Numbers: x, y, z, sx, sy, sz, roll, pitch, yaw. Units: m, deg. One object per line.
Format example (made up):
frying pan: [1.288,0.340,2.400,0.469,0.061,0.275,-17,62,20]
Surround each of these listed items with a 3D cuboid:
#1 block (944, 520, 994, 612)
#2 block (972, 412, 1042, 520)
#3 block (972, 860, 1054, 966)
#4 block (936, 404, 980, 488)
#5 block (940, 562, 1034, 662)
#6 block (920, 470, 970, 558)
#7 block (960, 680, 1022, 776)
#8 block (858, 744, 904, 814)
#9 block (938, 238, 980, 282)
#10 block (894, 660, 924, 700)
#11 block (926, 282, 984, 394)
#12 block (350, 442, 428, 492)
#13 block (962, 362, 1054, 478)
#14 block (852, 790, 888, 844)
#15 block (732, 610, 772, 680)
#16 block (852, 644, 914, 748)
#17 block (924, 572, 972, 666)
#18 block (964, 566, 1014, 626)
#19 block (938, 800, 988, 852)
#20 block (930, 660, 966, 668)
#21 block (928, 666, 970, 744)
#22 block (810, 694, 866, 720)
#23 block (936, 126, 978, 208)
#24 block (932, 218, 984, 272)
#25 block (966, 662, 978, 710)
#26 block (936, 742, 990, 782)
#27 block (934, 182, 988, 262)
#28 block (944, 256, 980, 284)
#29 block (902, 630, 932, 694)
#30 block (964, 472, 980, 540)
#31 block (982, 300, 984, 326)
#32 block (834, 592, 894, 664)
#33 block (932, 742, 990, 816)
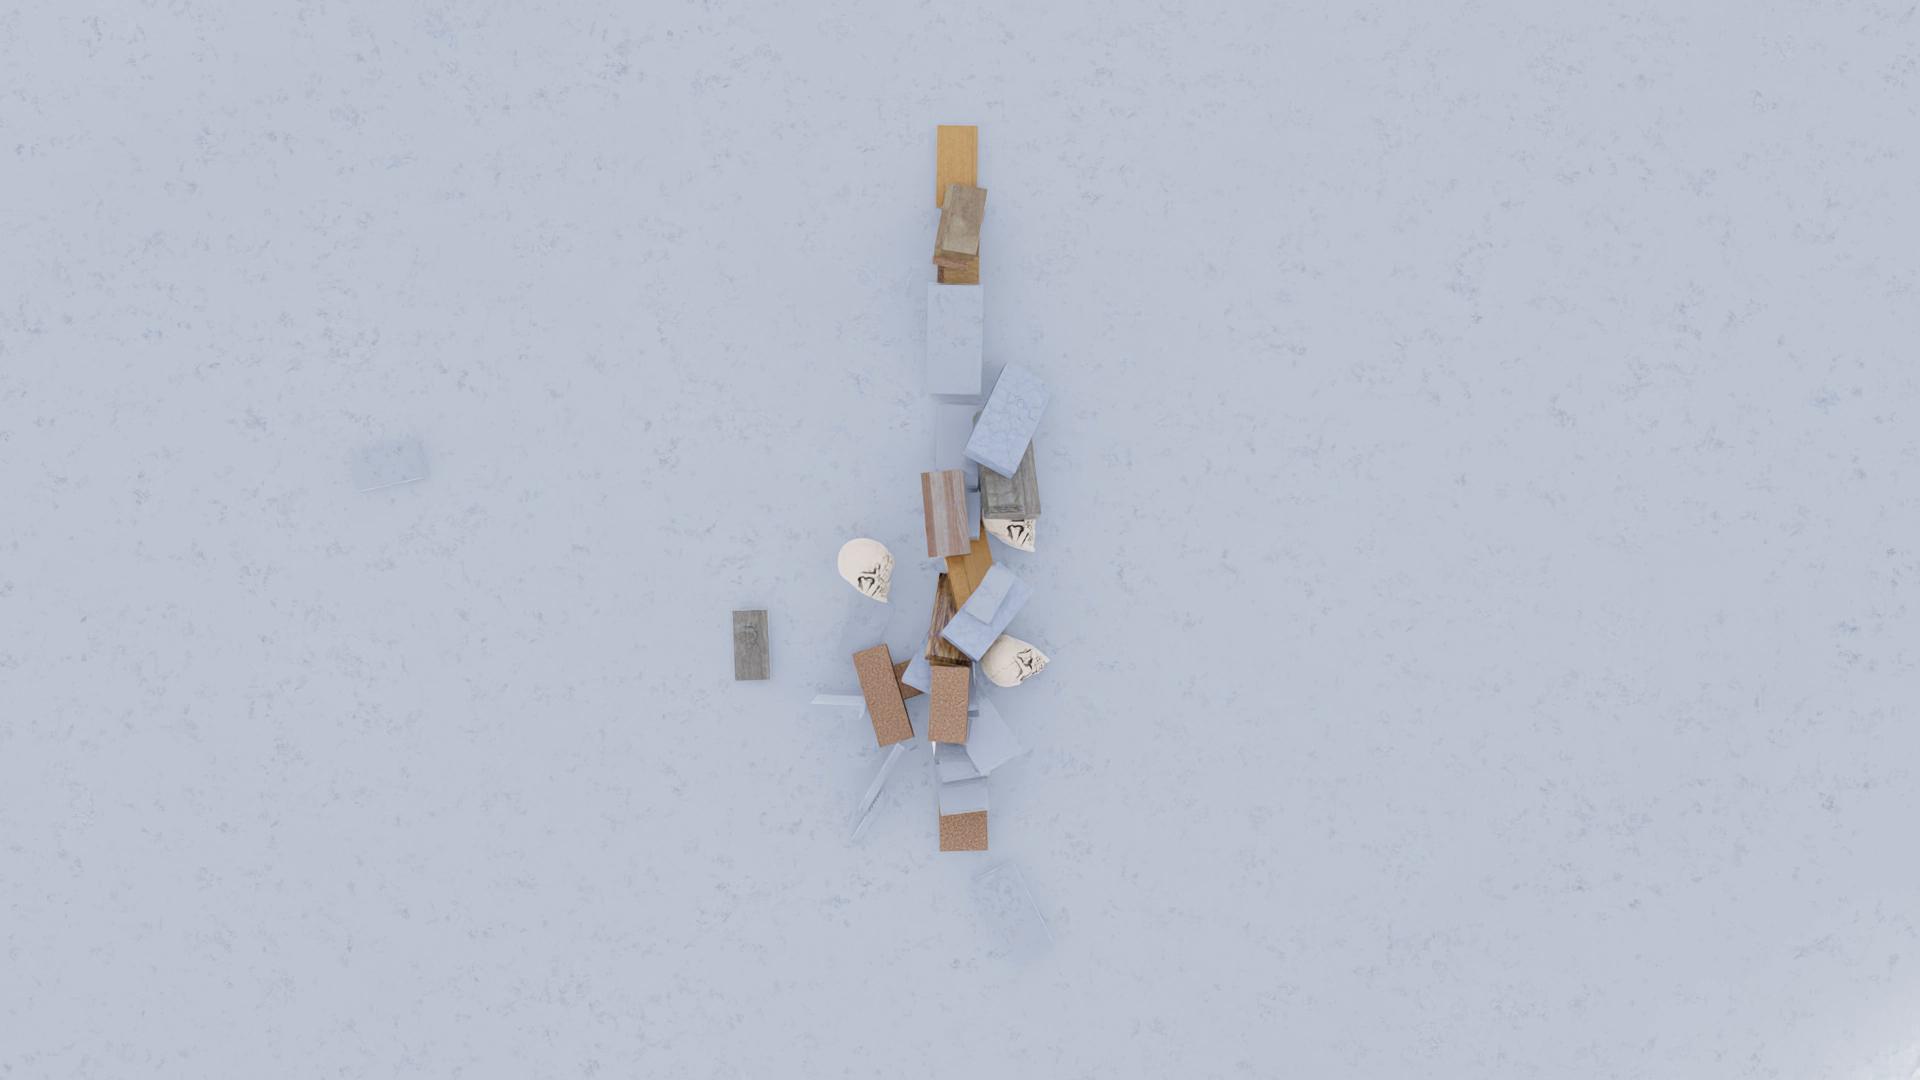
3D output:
block: [0.033,0.092,5.423,0.151,0.043,0.302,-11,73,-11]
block: [0.153,-0.244,5.392,0.179,0.051,0.358,0,71,-19]
block: [0.175,1.239,5.478,0.154,0.044,0.308,-26,90,0]
block: [-0.007,-0.310,5.445,0.138,0.039,0.276,2,75,0]
block: [0.089,0.234,5.339,0.151,0.043,0.302,39,74,3]
block: [-0.046,-0.085,5.363,0.138,0.039,0.276,-5,85,-1]
block: [0.053,0.599,5.370,0.154,0.044,0.308,-29,64,-11]
block: [-0.260,0.788,5.456,0.025,0.088,0.245,31,90,0]
block: [-0.005,-0.935,5.481,0.134,0.038,0.268,3,90,0]
block: [-0.192,0.468,5.461,0.233,0.033,0.117,-19,80,7]
block: [-0.017,-0.660,5.411,0.179,0.051,0.358,1,107,0]
block: [-1.898,-0.243,5.484,0.232,0.033,0.116,-12,90,0]
block: [0.160,-0.394,5.392,0.179,0.051,0.358,28,65,-6]
block: [-0.299,0.919,5.456,0.025,0.088,0.176,31,90,0]
block: [-0.692,0.349,5.484,0.116,0.033,0.232,-2,90,0]
block: [-0.252,0.512,5.429,0.117,0.033,0.320,-18,85,7]
block: [-0.016,0.260,5.406,0.151,0.043,0.301,10,60,0]
block: [0.095,0.178,5.319,0.088,0.025,0.176,31,74,0]
block: [0.009,0.870,5.477,0.159,0.045,0.318,-2,90,0]
block: [-0.018,0.310,5.423,0.121,0.034,0.241,12,60,1]
block: [-0.035,0.529,5.304,0.121,0.034,0.241,3,86,6]
block: [-0.394,0.540,5.341,0.159,0.318,0.045,3,90,0]
block: [-0.010,-1.239,5.481,0.134,0.038,0.268,1,90,0]
block: [-0.004,-0.993,5.404,0.115,0.033,0.230,14,64,6]
block: [-0.010,0.459,5.405,0.117,0.033,0.233,-9,50,5]
block: [-0.003,0.631,5.407,0.154,0.044,0.308,-9,62,-1]
block: [0.003,-1.039,5.384,0.134,0.038,0.268,10,64,1]
block: [0.004,-0.821,5.439,0.115,0.033,0.230,1,107,1]
block: [-0.083,0.387,5.414,0.121,0.034,0.241,24,59,9]
block: [-0.002,-0.138,5.438,0.138,0.039,0.276,2,72,0]
block: [0.018,-0.674,5.450,0.115,0.033,0.230,1,107,1]
block: [-0.316,0.301,5.484,0.116,0.033,0.232,24,90,0]
block: [-0.002,0.736,5.417,0.159,0.045,0.318,-8,67,0]
